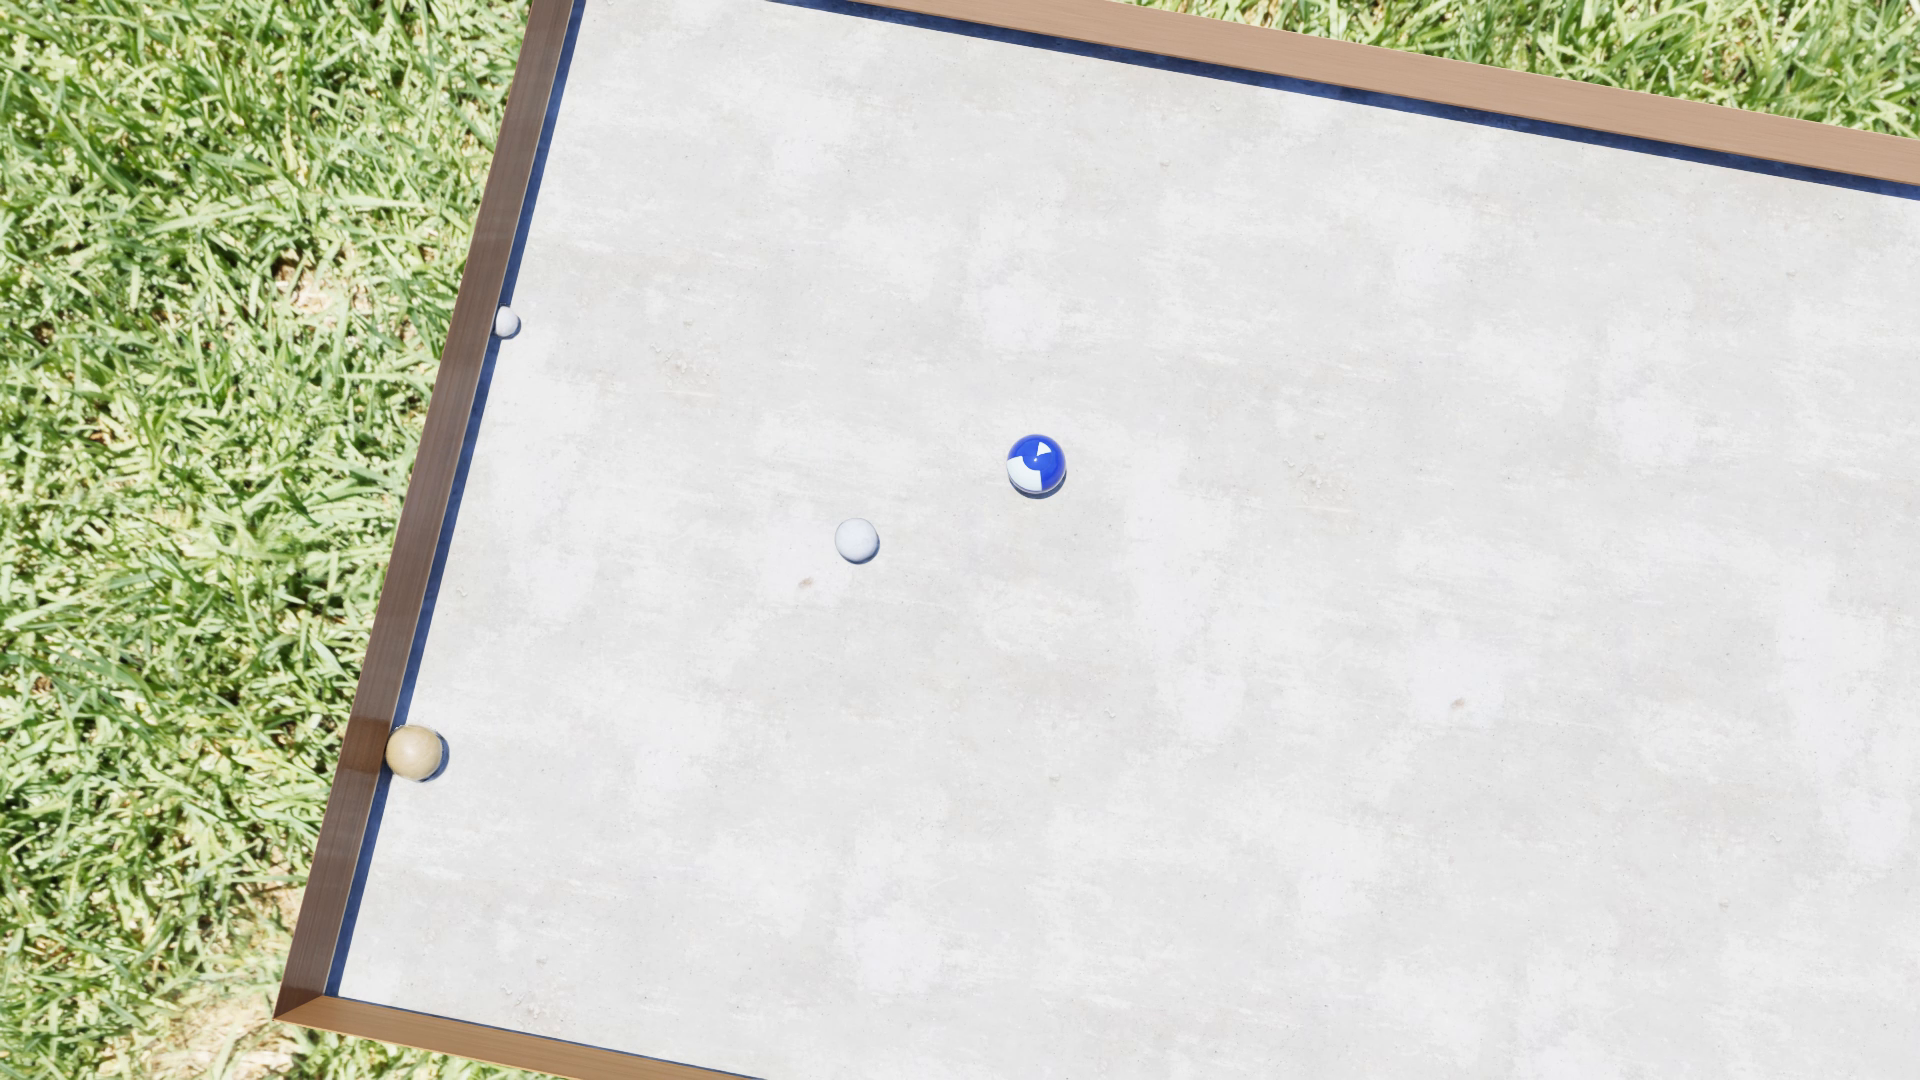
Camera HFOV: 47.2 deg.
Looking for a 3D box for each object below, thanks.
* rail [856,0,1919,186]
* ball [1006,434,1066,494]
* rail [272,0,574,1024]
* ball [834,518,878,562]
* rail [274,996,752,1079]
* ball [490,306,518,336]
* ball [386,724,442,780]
[{"bbox_3d":[0.960,-0.675,3.464,3.261,0.119,0.045,10,77,2],"label":"rail"},{"bbox_3d":[0.116,-0.116,3.344,0.092,0.092,0.092,0,76,0],"label":"ball"},{"bbox_3d":[-0.778,-0.149,3.336,0.045,0.119,1.758,10,77,2],"label":"rail"},{"bbox_3d":[-0.157,-0.001,3.329,0.066,0.066,0.066,0,76,0],"label":"ball"},{"bbox_3d":[0.642,0.958,3.069,3.261,0.119,0.045,10,77,2],"label":"rail"},{"bbox_3d":[-0.712,-0.340,3.421,0.047,0.047,0.047,0,76,0],"label":"ball"},{"bbox_3d":[-0.806,0.314,3.245,0.082,0.082,0.082,0,76,0],"label":"ball"}]
